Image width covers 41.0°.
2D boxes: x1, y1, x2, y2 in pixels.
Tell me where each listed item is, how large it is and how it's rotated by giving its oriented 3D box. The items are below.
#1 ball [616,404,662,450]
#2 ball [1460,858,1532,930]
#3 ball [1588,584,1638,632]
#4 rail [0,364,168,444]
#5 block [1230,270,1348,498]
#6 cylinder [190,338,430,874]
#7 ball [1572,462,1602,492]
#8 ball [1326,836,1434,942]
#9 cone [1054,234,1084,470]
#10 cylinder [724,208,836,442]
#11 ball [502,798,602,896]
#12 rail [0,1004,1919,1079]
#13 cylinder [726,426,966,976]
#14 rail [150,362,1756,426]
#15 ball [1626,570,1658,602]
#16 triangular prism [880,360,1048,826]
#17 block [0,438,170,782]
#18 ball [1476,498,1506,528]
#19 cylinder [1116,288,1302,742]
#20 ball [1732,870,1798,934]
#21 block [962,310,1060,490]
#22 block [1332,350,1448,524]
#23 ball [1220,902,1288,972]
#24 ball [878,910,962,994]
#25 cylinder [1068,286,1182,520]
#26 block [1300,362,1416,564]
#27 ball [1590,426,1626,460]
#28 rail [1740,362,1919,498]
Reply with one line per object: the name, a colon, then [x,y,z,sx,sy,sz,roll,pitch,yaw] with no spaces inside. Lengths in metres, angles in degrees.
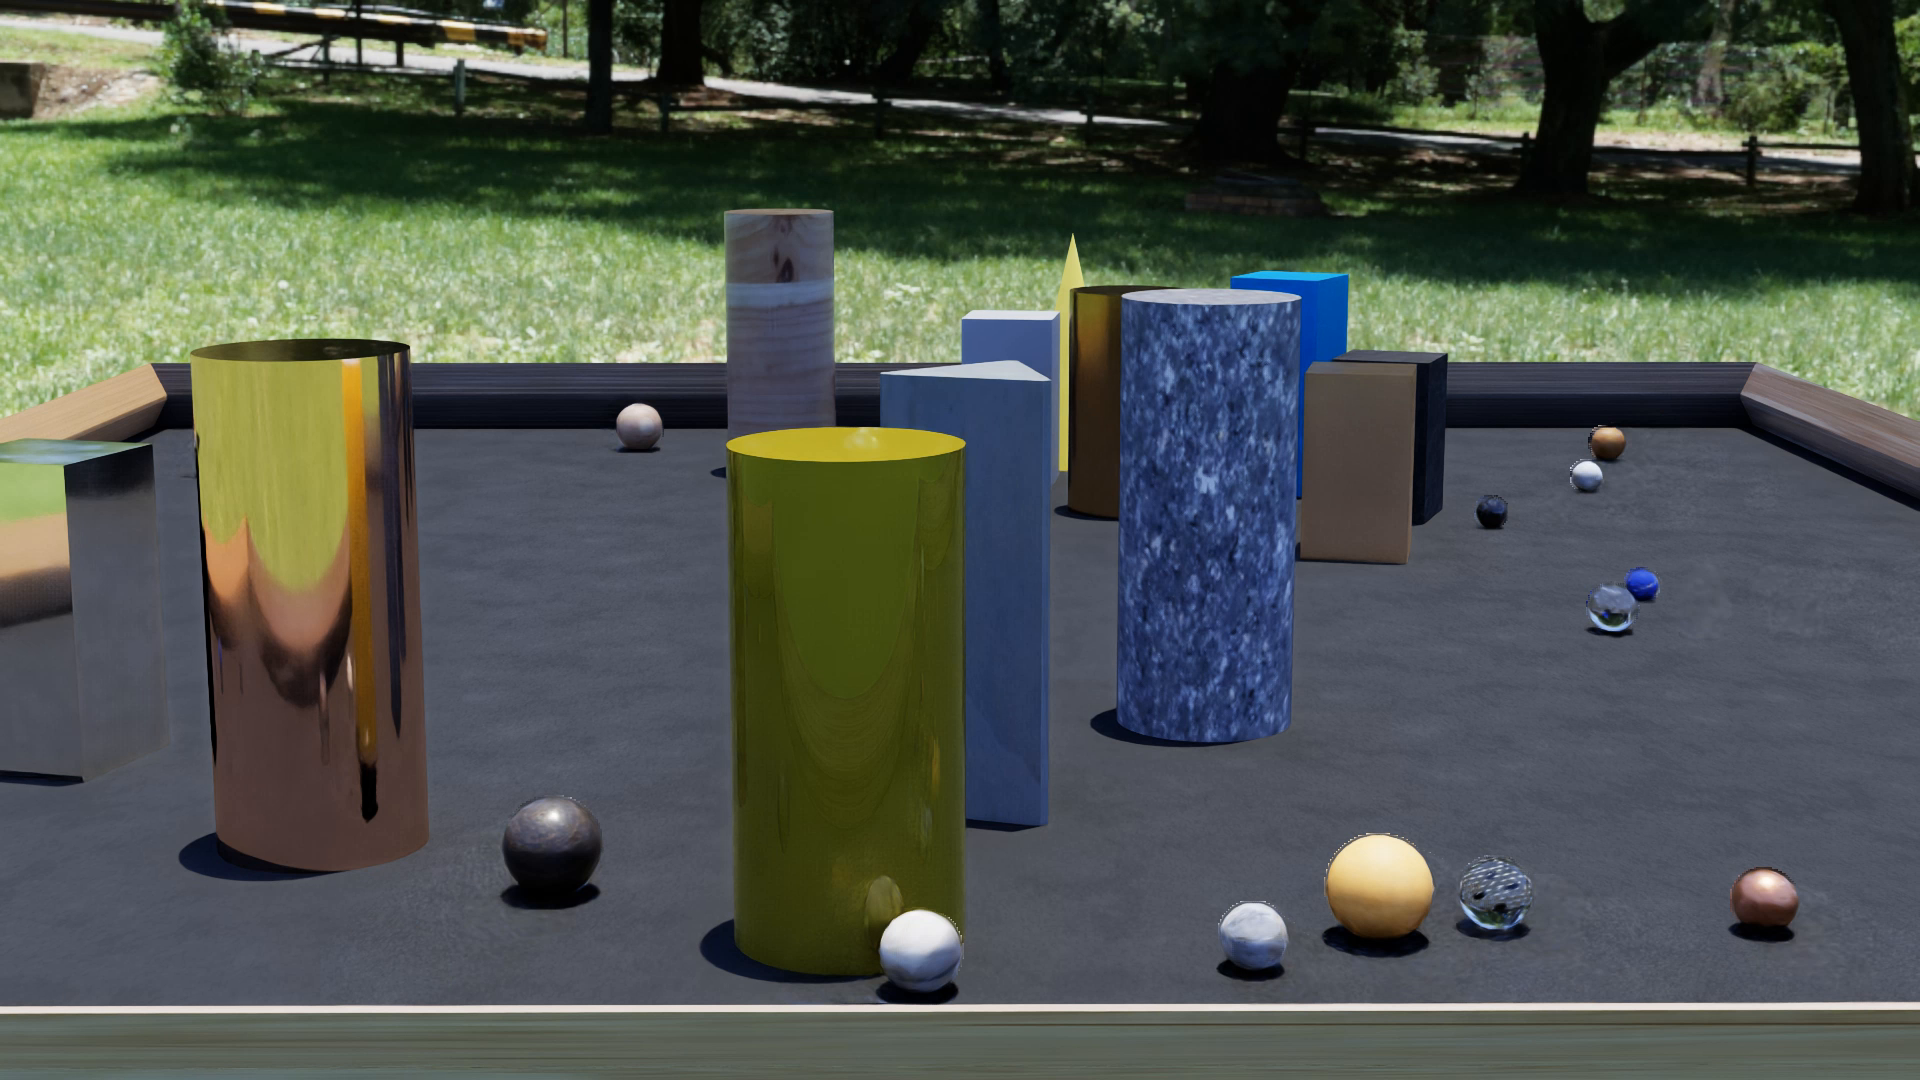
ball: [-0.613,-0.216,4.903,0.089,0.089,0.089,0,11,0]
ball: [0.457,0.301,2.186,0.062,0.062,0.062,0,11,0]
ball: [0.849,0.088,3.335,0.062,0.062,0.062,0,11,0]
rail: [-1.613,0.034,3.440,0.045,0.127,3.631,0,11,0]
block: [0.566,-0.272,4.435,0.157,0.369,0.157,5,12,27]
cylinder: [-0.603,0.056,2.393,0.196,0.469,0.196,0,11,0]
ball: [1.084,-0.110,4.433,0.051,0.051,0.051,0,11,0]
ball: [0.353,0.293,2.157,0.089,0.089,0.089,0,11,0]
cone: [0.206,-0.351,4.714,0.196,0.424,0.196,0,11,0]
cylinder: [-0.323,-0.357,4.623,0.196,0.467,0.196,0,11,0]
ball: [-0.362,0.272,2.275,0.087,0.087,0.087,0,11,0]
rail: [0.010,0.359,1.687,3.273,0.127,0.045,0,11,0]
cylinder: [-0.093,0.128,2.136,0.196,0.421,0.196,0,11,0]
rail: [-0.010,-0.294,5.211,3.273,0.127,0.045,0,11,0]
ball: [0.937,0.062,3.526,0.043,0.043,0.043,0,11,0]
triangular prism: [0.028,0.046,2.544,0.170,0.434,0.147,4,11,20]
block: [-0.954,0.070,2.700,0.157,0.330,0.157,3,11,16]
ball: [0.847,-0.044,4.086,0.048,0.048,0.048,0,11,0]
cylinder: [0.274,-0.032,2.846,0.196,0.476,0.196,0,11,0]
ball: [0.684,0.307,2.179,0.054,0.054,0.054,0,11,0]
block: [0.090,-0.249,4.515,0.157,0.295,0.157,1,11,7]
block: [0.699,-0.171,4.191,0.157,0.260,0.157,4,11,21]
ball: [0.239,0.323,2.088,0.055,0.055,0.055,0,11,0]
ball: [-0.031,0.327,2.037,0.066,0.066,0.066,0,11,0]
cylinder: [0.277,-0.229,4.222,0.196,0.363,0.196,0,11,0]
block: [0.600,-0.119,3.857,0.157,0.279,0.157,2,11,12]
ball: [1.208,-0.180,4.781,0.063,0.063,0.063,0,11,0]
rail: [1.613,0.031,3.458,0.045,0.127,3.631,0,11,0]
